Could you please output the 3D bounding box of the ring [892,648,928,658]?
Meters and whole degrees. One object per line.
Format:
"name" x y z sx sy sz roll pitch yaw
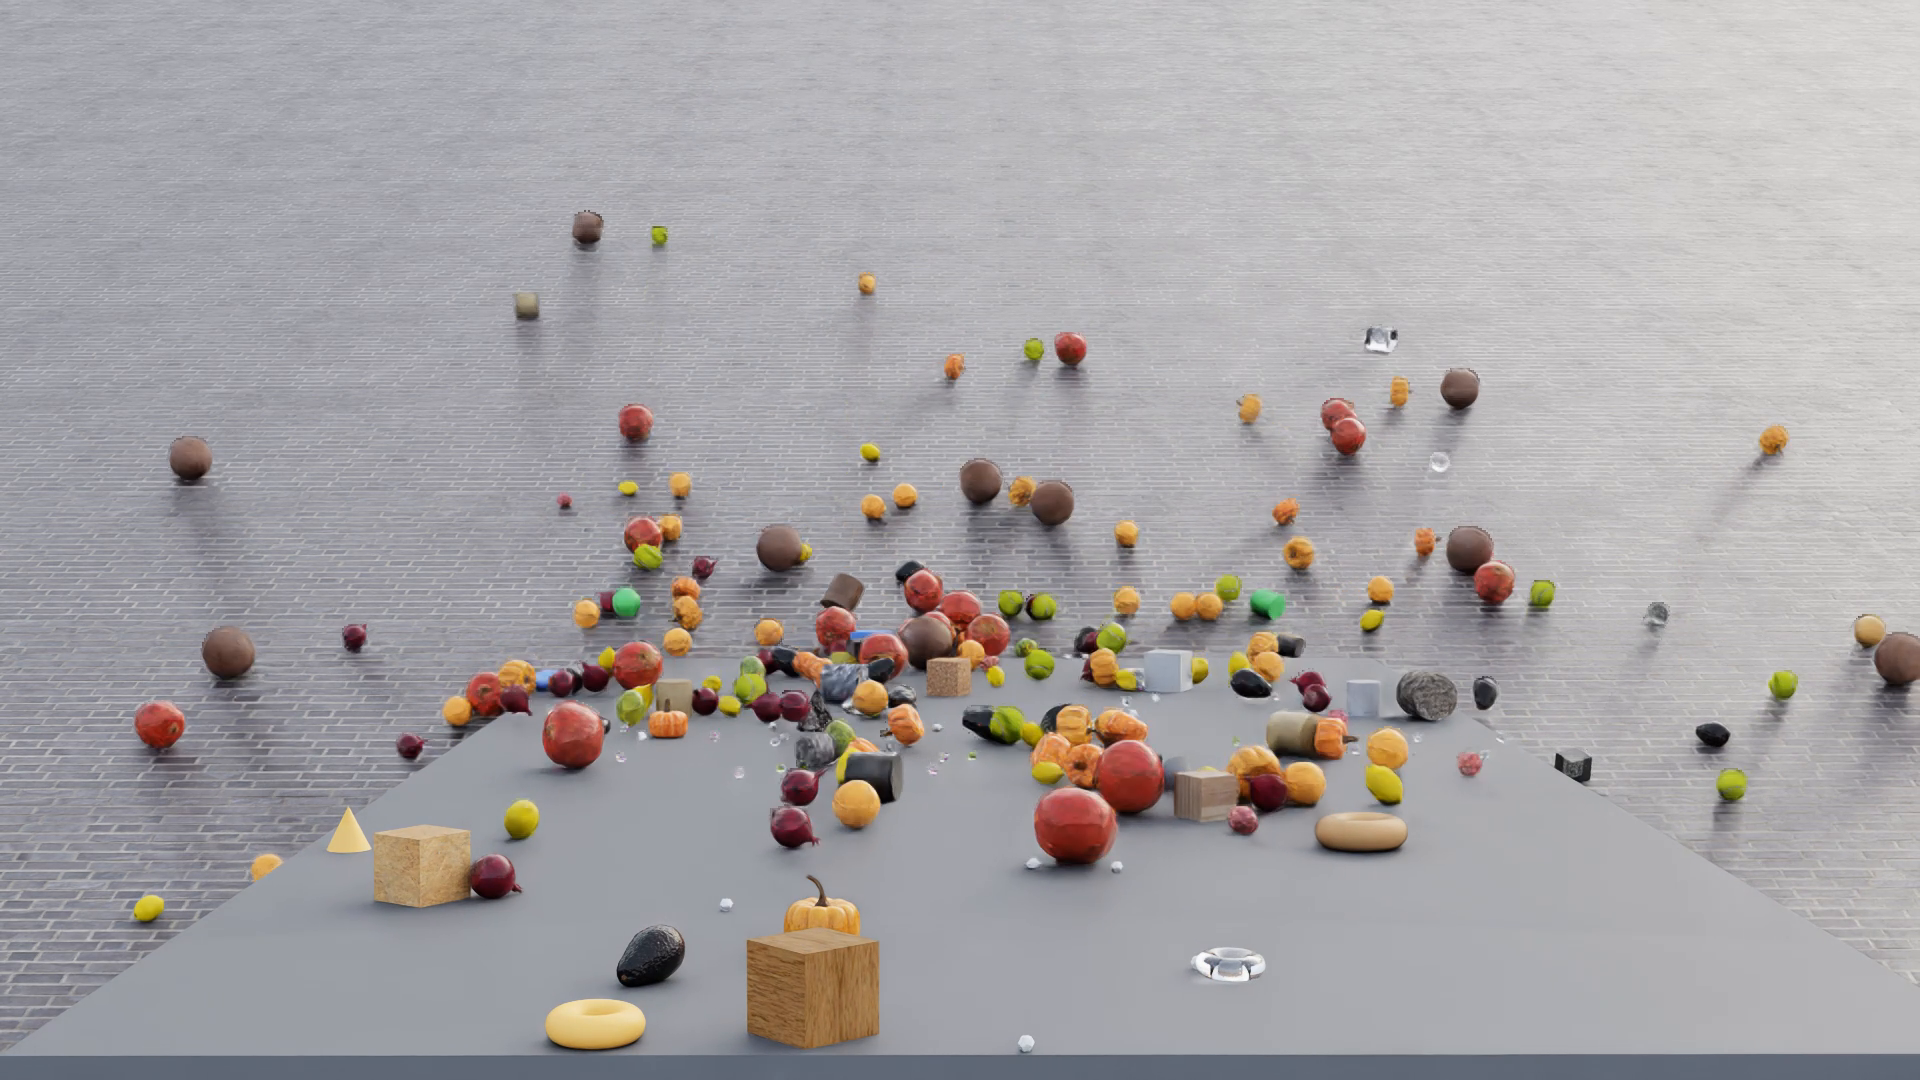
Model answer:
"ring" -0.148 0.315 6.660 0.147 0.049 0.147 9 7 -1

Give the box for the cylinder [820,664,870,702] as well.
"cylinder" -0.248 0.309 5.547 0.085 0.085 0.085 1 21 15

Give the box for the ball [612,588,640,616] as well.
"ball" -0.908 0.170 6.992 0.077 0.077 0.077 0 22 0

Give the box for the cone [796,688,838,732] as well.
"cone" -0.283 0.334 5.092 0.083 0.083 0.083 0 3 0

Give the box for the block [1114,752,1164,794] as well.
"block" 0.298 0.387 4.287 0.058 0.058 0.058 -3 4 -44

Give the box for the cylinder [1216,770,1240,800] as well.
"cylinder" 0.406 0.396 4.090 0.059 0.059 0.059 -10 -2 -25

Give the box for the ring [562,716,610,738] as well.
"ring" -0.728 0.364 5.006 0.098 0.033 0.098 -1 4 0

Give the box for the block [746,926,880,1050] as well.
"block" -0.150 0.455 2.618 0.096 0.096 0.096 -3 4 -42

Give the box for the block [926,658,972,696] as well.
"block" -0.025 0.304 5.725 0.076 0.076 0.076 1 3 23

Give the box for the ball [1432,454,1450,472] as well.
"ball" 1.510 -0.242 8.079 0.056 0.056 0.056 0 22 0

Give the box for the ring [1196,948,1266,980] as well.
"ring" 0.304 0.476 2.884 0.078 0.026 0.078 1 4 0

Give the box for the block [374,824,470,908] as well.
"block" -0.698 0.422 3.338 0.087 0.087 0.087 2 4 36

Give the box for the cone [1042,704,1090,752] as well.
"cone" 0.198 0.370 4.780 0.093 0.093 0.093 0 30 0

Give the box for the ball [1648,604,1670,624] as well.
"ball" 1.892 0.201 6.962 0.054 0.054 0.054 0 22 0

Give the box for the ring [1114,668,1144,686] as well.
"ring" 0.406 0.315 5.897 0.108 0.036 0.108 1 2 0

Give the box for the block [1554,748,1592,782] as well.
"block" 1.456 0.537 6.106 0.060 0.060 0.060 -10 24 -25

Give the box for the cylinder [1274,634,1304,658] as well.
"cylinder" 0.866 0.278 6.761 0.057 0.057 0.057 7 22 32

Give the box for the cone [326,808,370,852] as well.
"cone" -0.883 0.415 3.715 0.063 0.063 0.063 0 3 0

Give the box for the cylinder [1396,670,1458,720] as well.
"cylinder" 0.956 0.318 5.265 0.094 0.094 0.094 -5 4 -12

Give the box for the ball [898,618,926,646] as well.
"ball" -0.126 0.243 6.831 0.074 0.074 0.074 0 22 0

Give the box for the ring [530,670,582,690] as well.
"ring" -0.916 0.318 5.830 0.116 0.039 0.116 0 4 0

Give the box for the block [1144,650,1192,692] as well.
"block" 0.470 0.295 5.801 0.086 0.086 0.086 1 3 23

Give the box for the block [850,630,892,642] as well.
"block" -0.220 0.268 6.372 0.082 0.082 0.082 0 2 15

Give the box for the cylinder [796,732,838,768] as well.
"cylinder" -0.254 0.373 4.555 0.054 0.054 0.054 -10 23 -36

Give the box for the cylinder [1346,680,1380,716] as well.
"cylinder" 0.836 0.328 5.327 0.069 0.069 0.069 0 3 0

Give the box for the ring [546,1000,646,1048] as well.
"ring" -0.368 0.488 2.592 0.101 0.034 0.101 1 4 0

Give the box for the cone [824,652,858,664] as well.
"cone" -0.279 0.313 5.948 0.080 0.080 0.080 2 30 6

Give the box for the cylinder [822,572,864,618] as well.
"cylinder" -0.320 0.150 6.998 0.088 0.088 0.088 13 63 30

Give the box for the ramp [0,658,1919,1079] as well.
"ramp" 0.050 0.454 4.532 2.000 0.100 4.000 0 3 0

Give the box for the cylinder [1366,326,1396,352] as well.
"cylinder" 1.515 -0.723 9.249 0.085 0.085 0.085 13 25 31

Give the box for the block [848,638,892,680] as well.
"block" -0.213 0.281 6.053 0.089 0.089 0.089 -1 3 -14

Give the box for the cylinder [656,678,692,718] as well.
"cylinder" -0.590 0.327 5.303 0.074 0.074 0.074 0 3 0

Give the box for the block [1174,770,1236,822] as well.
"block" 0.381 0.397 3.999 0.067 0.067 0.067 -2 4 -33

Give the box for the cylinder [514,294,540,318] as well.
"cylinder" -1.626 -0.880 9.649 0.082 0.082 0.082 -5 22 -15

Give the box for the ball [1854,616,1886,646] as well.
"ball" 2.414 0.242 6.823 0.081 0.081 0.081 0 22 0

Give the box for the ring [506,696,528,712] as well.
"ring" -1.057 0.426 6.405 0.144 0.048 0.144 0 20 0

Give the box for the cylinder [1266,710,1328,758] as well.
"cylinder" 0.616 0.355 4.706 0.080 0.080 0.080 3 17 46

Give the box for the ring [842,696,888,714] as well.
"ring" -0.198 0.344 5.368 0.097 0.032 0.097 -3 0 0

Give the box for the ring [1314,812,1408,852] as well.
"ring" 0.582 0.423 3.728 0.134 0.045 0.134 -1 2 0

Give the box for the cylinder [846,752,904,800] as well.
"cylinder" -0.139 0.383 4.177 0.077 0.077 0.077 1 21 13
